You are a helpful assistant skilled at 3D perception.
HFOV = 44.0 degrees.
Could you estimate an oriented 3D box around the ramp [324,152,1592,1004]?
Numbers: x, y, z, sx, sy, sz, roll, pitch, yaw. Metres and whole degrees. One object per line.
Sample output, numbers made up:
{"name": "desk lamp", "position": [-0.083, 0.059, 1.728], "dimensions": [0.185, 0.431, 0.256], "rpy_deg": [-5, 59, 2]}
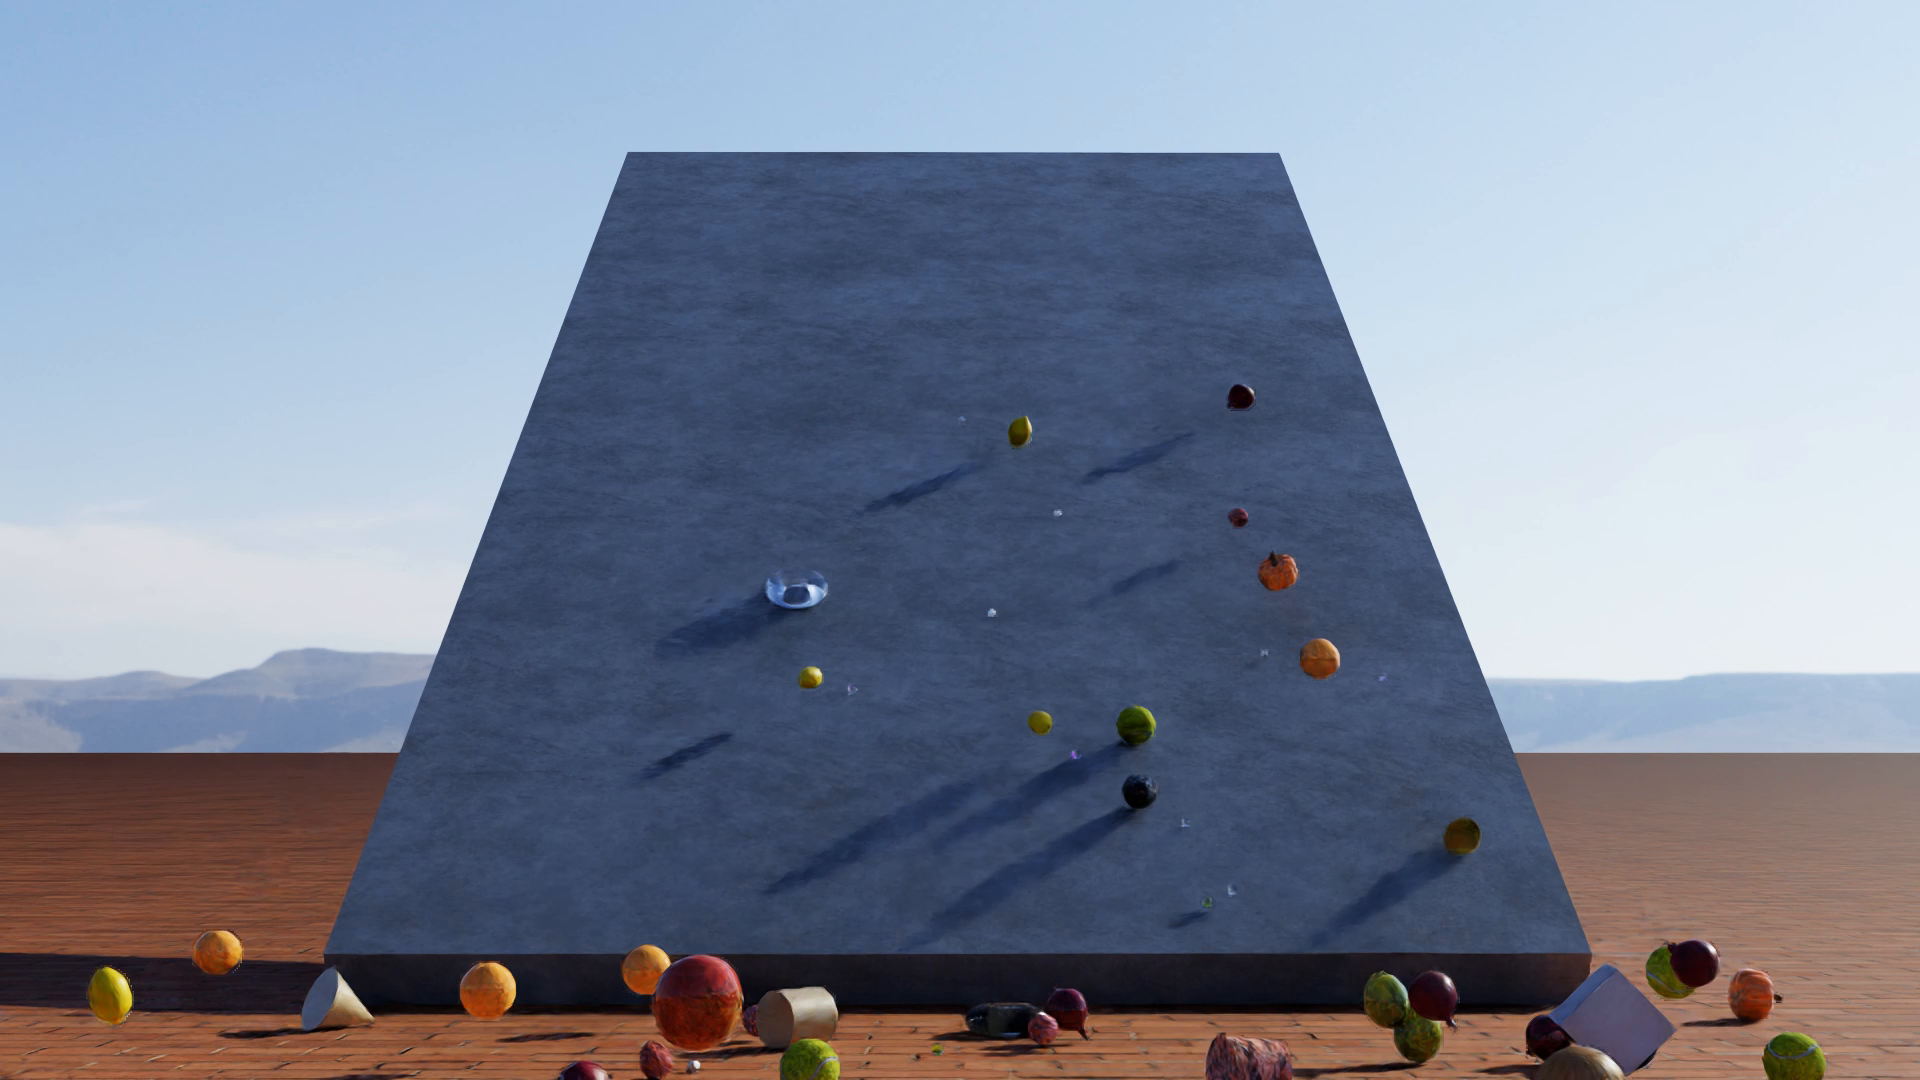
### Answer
{"name": "ramp", "position": [-0.011, -0.225, 5.546], "dimensions": [2.000, 0.100, 4.000], "rpy_deg": [0, 27, 0]}

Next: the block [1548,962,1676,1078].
{"name": "block", "position": [0.803, 0.596, 2.932], "dimensions": [0.099, 0.099, 0.099], "rpy_deg": [-44, -8, 1]}

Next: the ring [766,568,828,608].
{"name": "ring", "position": [-0.328, 0.097, 4.771], "dimensions": [0.126, 0.042, 0.126], "rpy_deg": [1, 27, -1]}

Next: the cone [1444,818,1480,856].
{"name": "cone", "position": [0.835, 0.492, 4.015], "dimensions": [0.064, 0.064, 0.064], "rpy_deg": [1, 9, -12]}

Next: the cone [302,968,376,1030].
{"name": "cone", "position": [-0.895, 0.688, 3.478], "dimensions": [0.096, 0.096, 0.096], "rpy_deg": [32, -23, -32]}

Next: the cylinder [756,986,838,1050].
{"name": "cylinder", "position": [-0.223, 0.653, 3.250], "dimensions": [0.080, 0.080, 0.080], "rpy_deg": [-5, -7, 44]}

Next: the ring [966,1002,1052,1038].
{"name": "ring", "position": [0.070, 0.687, 3.405], "dimensions": [0.125, 0.042, 0.125], "rpy_deg": [0, -6, 0]}

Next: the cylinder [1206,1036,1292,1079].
{"name": "cylinder", "position": [0.327, 0.601, 2.695], "dimensions": [0.072, 0.072, 0.072], "rpy_deg": [9, -8, -20]}

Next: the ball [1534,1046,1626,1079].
{"name": "ball", "position": [0.647, 0.578, 2.480], "dimensions": [0.098, 0.098, 0.098], "rpy_deg": [0, -5, 0]}

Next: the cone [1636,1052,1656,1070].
{"name": "cone", "position": [0.846, 0.657, 3.073], "dimensions": [0.093, 0.093, 0.093], "rpy_deg": [0, -32, 3]}
